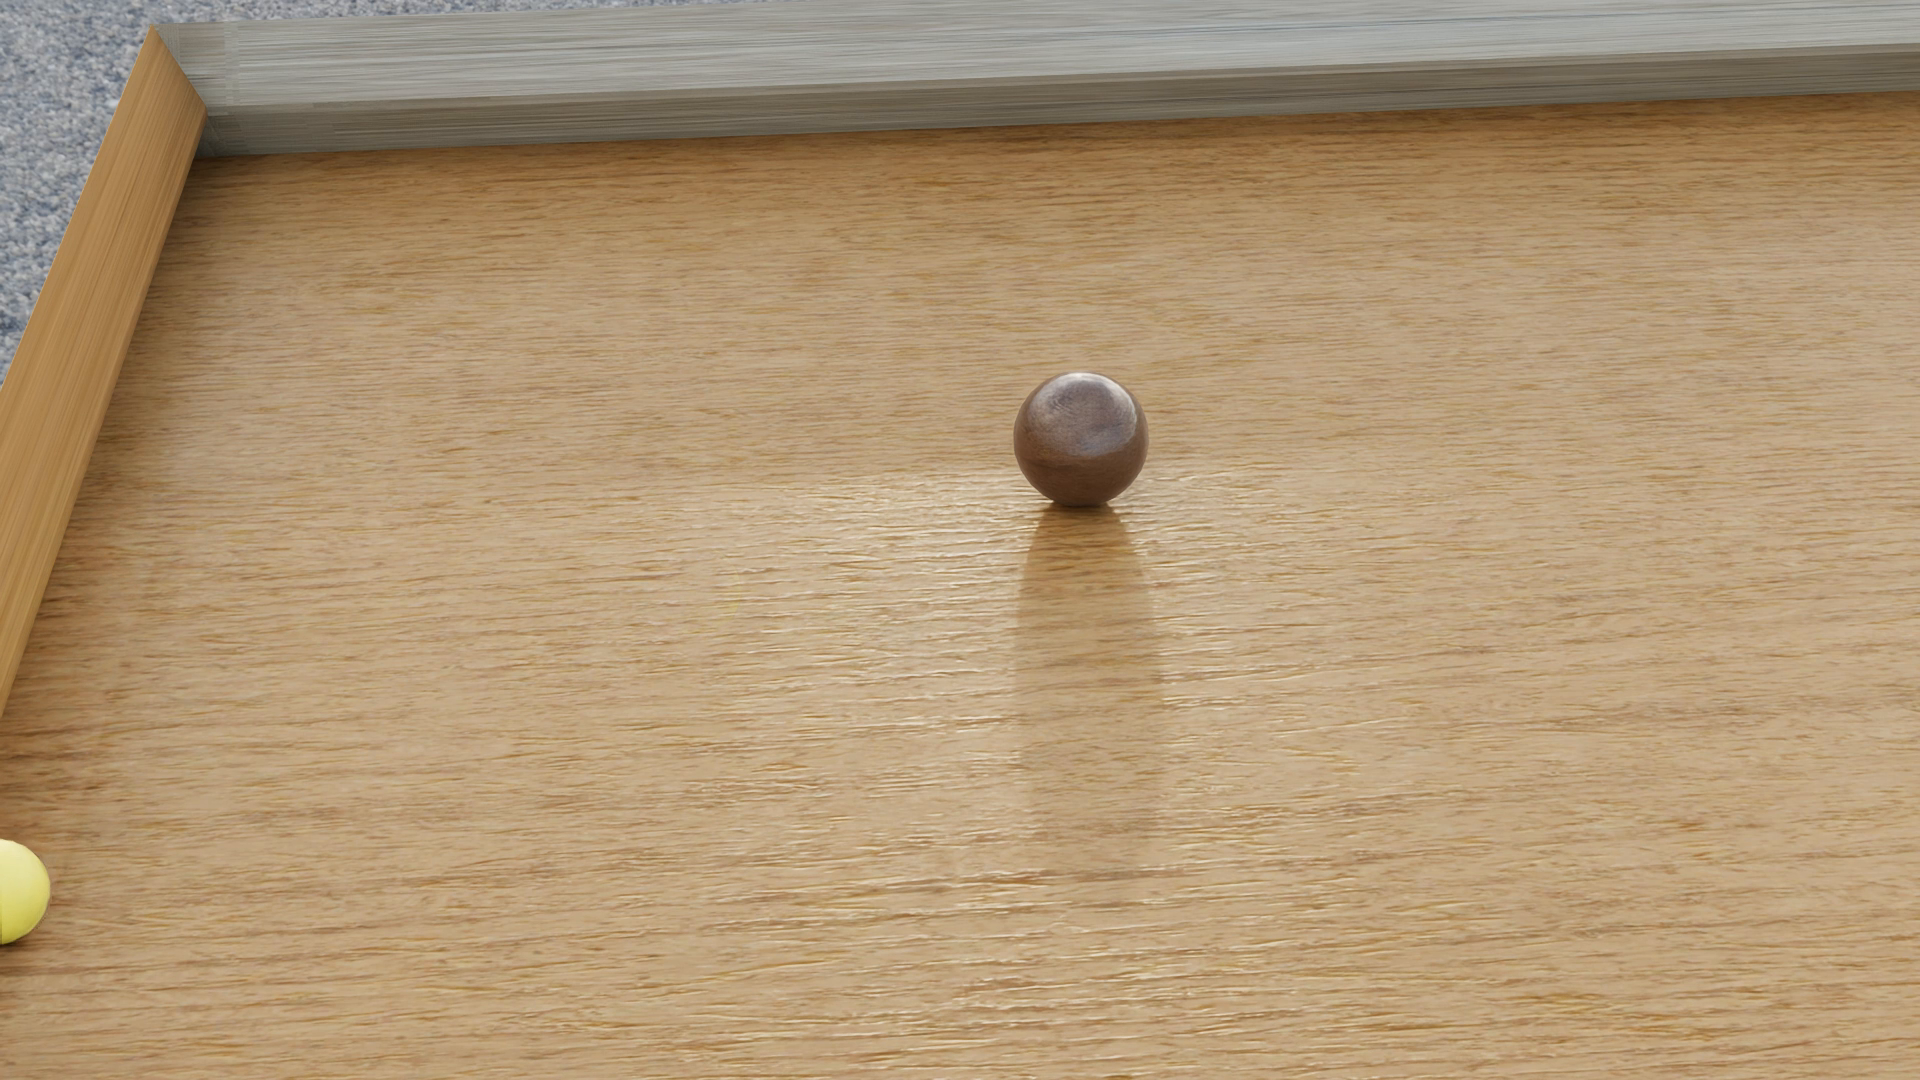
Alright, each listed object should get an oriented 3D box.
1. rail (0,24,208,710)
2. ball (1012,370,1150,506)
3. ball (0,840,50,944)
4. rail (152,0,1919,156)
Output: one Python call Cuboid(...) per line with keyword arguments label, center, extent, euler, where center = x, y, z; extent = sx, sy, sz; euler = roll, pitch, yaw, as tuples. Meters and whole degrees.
Cuboid(label="rail", center=(-0.622, 0.011, 1.698), extent=(0.045, 0.127, 1.427), euler=(-3, 35, -4))
Cuboid(label="ball", center=(0.087, -0.073, 1.844), extent=(0.098, 0.098, 0.098), euler=(0, 35, 0))
Cuboid(label="ball", center=(-0.559, 0.204, 1.485), extent=(0.061, 0.061, 0.061), euler=(0, 35, 0))
Cuboid(label="rail", center=(0.587, -0.450, 2.349), extent=(2.594, 0.127, 0.045), euler=(-3, 35, -4))
